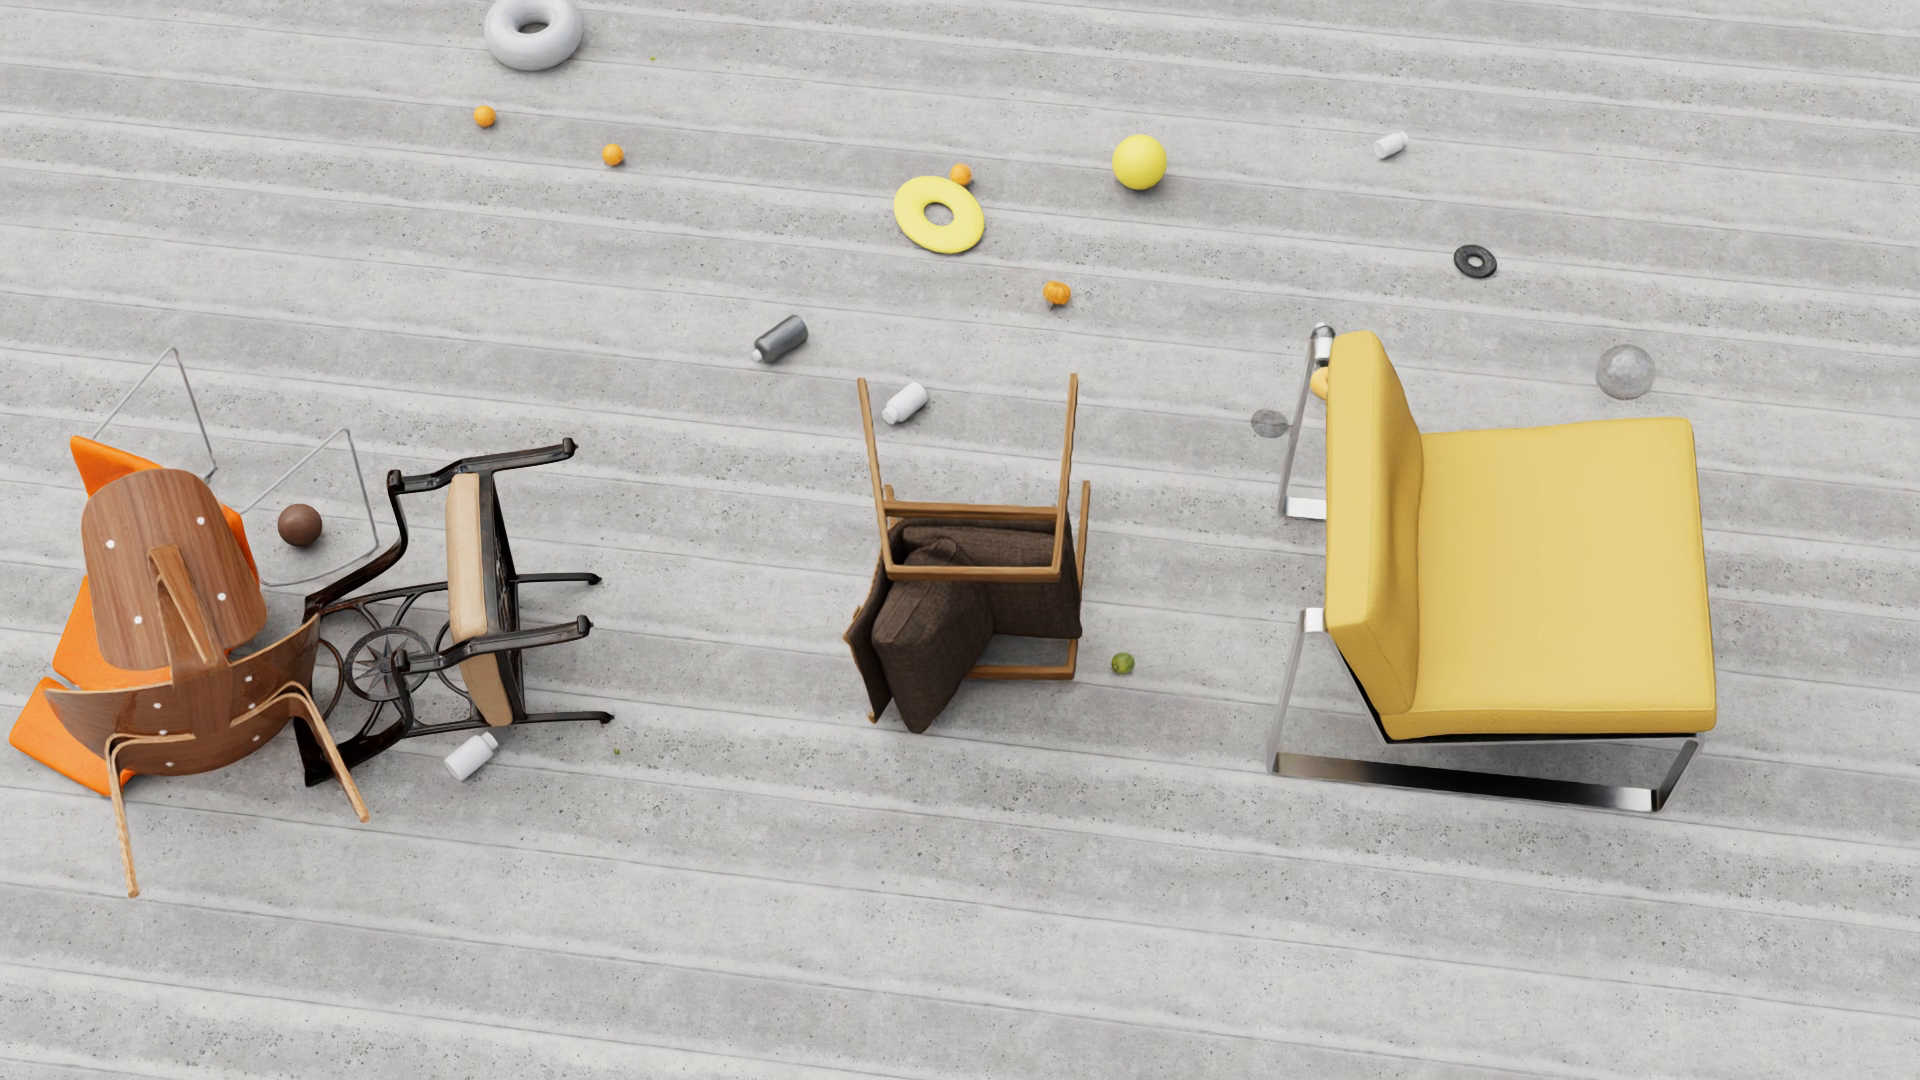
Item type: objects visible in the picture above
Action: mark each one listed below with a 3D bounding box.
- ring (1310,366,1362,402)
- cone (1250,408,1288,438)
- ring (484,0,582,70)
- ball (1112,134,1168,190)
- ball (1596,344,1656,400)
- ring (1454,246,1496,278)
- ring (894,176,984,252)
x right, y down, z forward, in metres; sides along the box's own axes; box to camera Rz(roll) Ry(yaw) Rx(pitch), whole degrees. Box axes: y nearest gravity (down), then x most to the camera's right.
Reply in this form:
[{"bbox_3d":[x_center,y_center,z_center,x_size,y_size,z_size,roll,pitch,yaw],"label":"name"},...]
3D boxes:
[{"bbox_3d":[1.173,-0.486,6.865,0.162,0.060,0.122,11,56,8],"label":"ring"},{"bbox_3d":[0.959,-0.380,6.789,0.116,0.066,0.120,-34,62,-21],"label":"cone"},{"bbox_3d":[-1.493,-1.790,7.696,0.345,0.135,0.348,-8,58,-4],"label":"ring"},{"bbox_3d":[0.597,-1.256,7.307,0.182,0.182,0.182,0,56,0],"label":"ball"},{"bbox_3d":[2.064,-0.521,6.816,0.177,0.177,0.177,0,56,0],"label":"ball"},{"bbox_3d":[1.680,-0.909,7.171,0.132,0.022,0.147,-37,64,-21],"label":"ring"},{"bbox_3d":[-0.070,-1.077,7.271,0.277,0.044,0.358,-27,61,-18],"label":"ring"}]
